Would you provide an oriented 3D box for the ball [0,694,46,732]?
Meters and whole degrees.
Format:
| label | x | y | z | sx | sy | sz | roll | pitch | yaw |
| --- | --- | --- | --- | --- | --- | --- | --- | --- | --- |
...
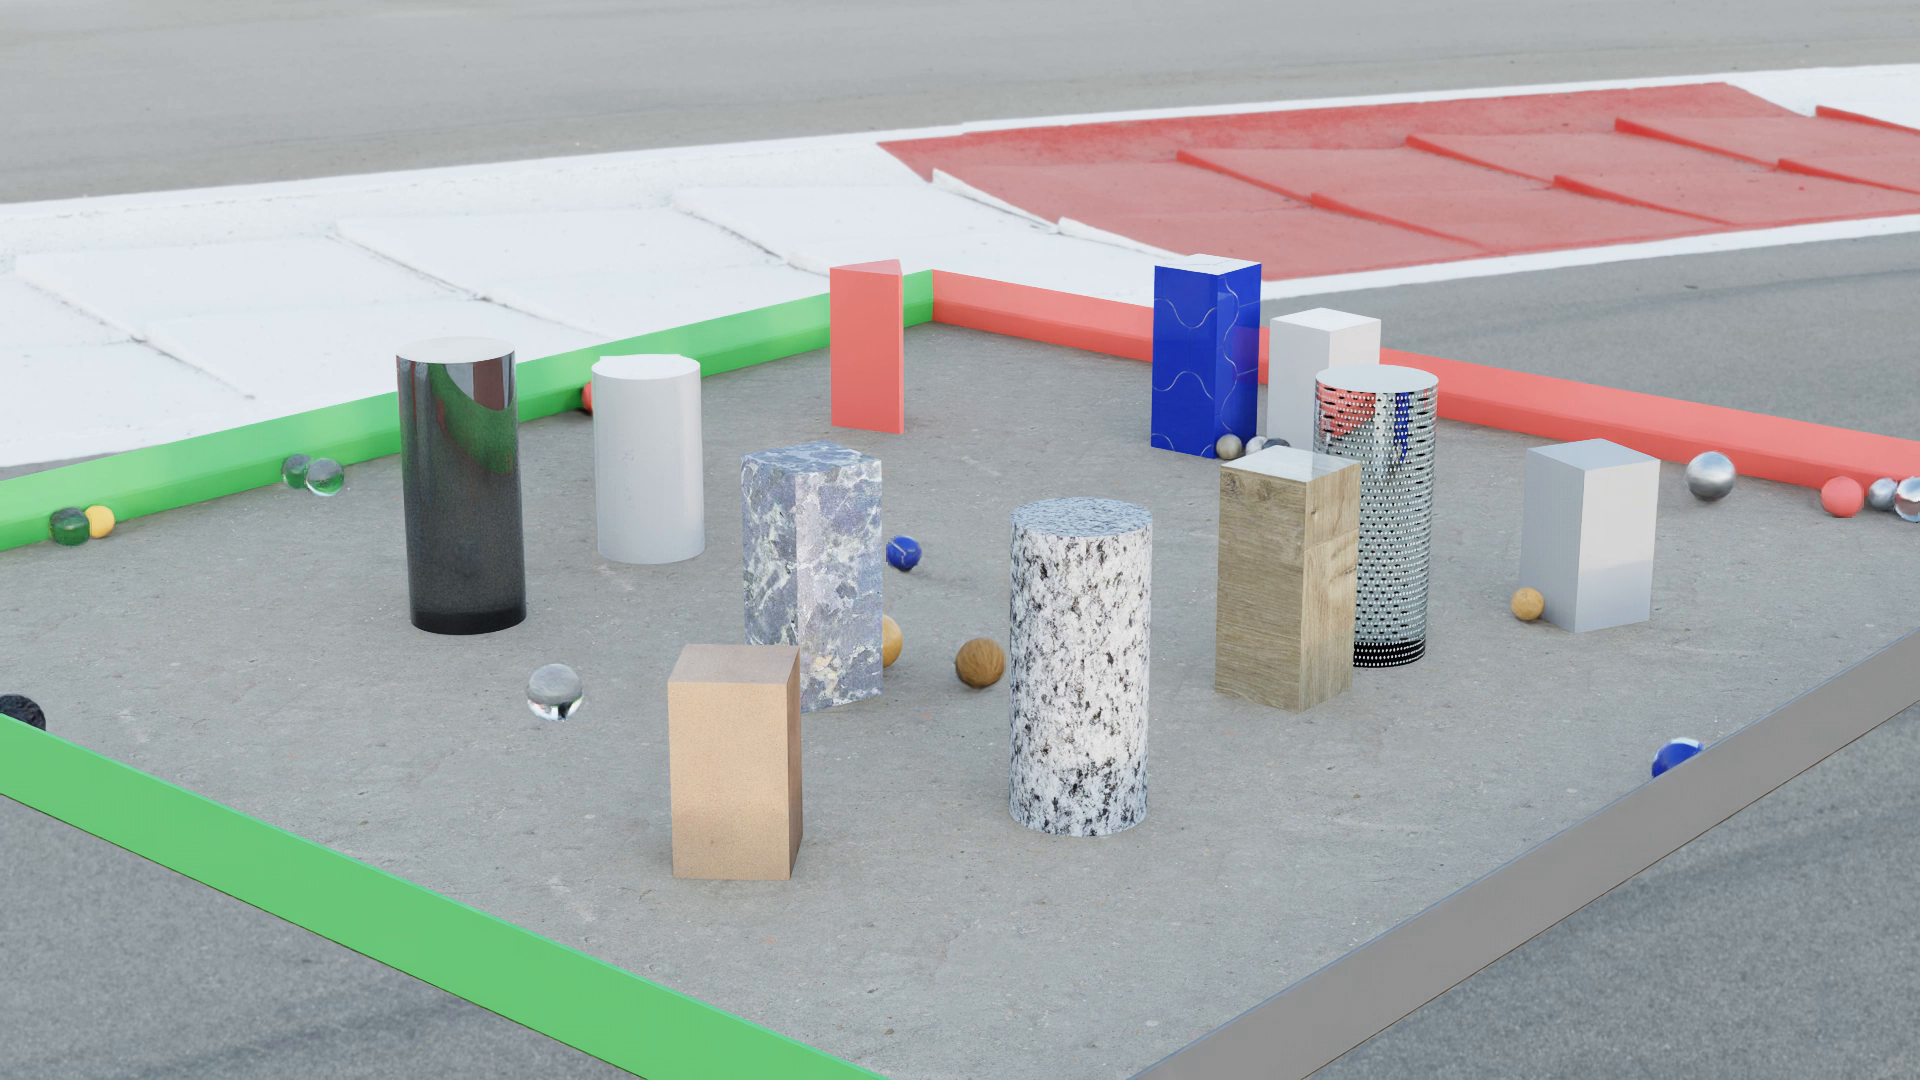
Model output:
| label | x | y | z | sx | sy | sz | roll | pitch | yaw |
| --- | --- | --- | --- | --- | --- | --- | --- | --- | --- |
| ball | -1.408 | 0.279 | 4.355 | 0.098 | 0.098 | 0.098 | 0 | 17 | 0 |

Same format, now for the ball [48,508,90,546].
| label | x | y | z | sx | sy | sz | roll | pitch | yaw |
| --- | --- | --- | --- | --- | --- | --- | --- | --- | --- |
| ball | -1.642 | -0.024 | 5.403 | 0.074 | 0.074 | 0.074 | 0 | 17 | 0 |

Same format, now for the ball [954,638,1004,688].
| label | x | y | z | sx | sy | sz | roll | pitch | yaw |
| --- | --- | --- | --- | --- | --- | --- | --- | --- | --- |
| ball | 0.031 | 0.196 | 4.663 | 0.080 | 0.080 | 0.080 | 0 | 17 | 0 |

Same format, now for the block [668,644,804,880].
| label | x | y | z | sx | sy | sz | roll | pitch | yaw |
| --- | --- | --- | --- | --- | --- | --- | --- | --- | --- |
| block | -0.302 | 0.299 | 3.974 | 0.157 | 0.279 | 0.157 | 1 | 17 | 3 |

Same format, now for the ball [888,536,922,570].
| label | x | y | z | sx | sy | sz | roll | pitch | yaw |
| --- | --- | --- | --- | --- | --- | --- | --- | --- | --- |
| ball | -0.100 | 0.023 | 5.267 | 0.062 | 0.062 | 0.062 | 0 | 17 | 0 |

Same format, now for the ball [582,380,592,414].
| label | x | y | z | sx | sy | sz | roll | pitch | yaw |
| --- | --- | --- | --- | --- | --- | --- | --- | --- | --- |
| ball | -0.779 | -0.309 | 6.336 | 0.080 | 0.080 | 0.080 | 0 | 17 | 0 |

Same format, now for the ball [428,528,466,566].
| label | x | y | z | sx | sy | sz | roll | pitch | yaw |
| --- | --- | --- | --- | --- | --- | --- | --- | --- | --- |
| ball | -0.928 | 0.011 | 5.295 | 0.069 | 0.069 | 0.069 | 0 | 17 | 0 |

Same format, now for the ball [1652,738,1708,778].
| label | x | y | z | sx | sy | sz | roll | pitch | yaw |
| --- | --- | --- | --- | --- | --- | --- | --- | --- | --- |
| ball | 1.038 | 0.329 | 4.204 | 0.089 | 0.089 | 0.089 | 0 | 17 | 0 |

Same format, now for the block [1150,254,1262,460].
| label | x | y | z | sx | sy | sz | roll | pitch | yaw |
| --- | --- | --- | --- | --- | --- | --- | --- | --- | --- |
| block | 0.507 | -0.381 | 6.050 | 0.157 | 0.383 | 0.157 | 13 | 21 | 37 |

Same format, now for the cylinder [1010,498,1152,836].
| label | x | y | z | sx | sy | sz | roll | pitch | yaw |
| --- | --- | --- | --- | --- | --- | --- | --- | --- | --- |
| cylinder | 0.168 | 0.176 | 4.113 | 0.196 | 0.435 | 0.196 | 0 | 17 | 0 |

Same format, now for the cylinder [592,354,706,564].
| label | x | y | z | sx | sy | sz | roll | pitch | yaw |
| --- | --- | --- | --- | --- | --- | --- | --- | --- | --- |
| cylinder | -0.568 | -0.149 | 5.349 | 0.196 | 0.344 | 0.196 | 0 | 17 | 0 |

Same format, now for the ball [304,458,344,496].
| label | x | y | z | sx | sy | sz | roll | pitch | yaw |
| --- | --- | --- | --- | --- | --- | --- | --- | --- | --- |
| ball | -1.241 | -0.123 | 5.728 | 0.076 | 0.076 | 0.076 | 0 | 17 | 0 |

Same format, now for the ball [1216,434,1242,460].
| label | x | y | z | sx | sy | sz | roll | pitch | yaw |
| --- | --- | --- | --- | --- | --- | --- | --- | --- | --- |
| ball | 0.550 | -0.190 | 5.988 | 0.054 | 0.054 | 0.054 | 0 | 17 | 0 |

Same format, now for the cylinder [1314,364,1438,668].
| label | x | y | z | sx | sy | sz | roll | pitch | yaw |
| --- | --- | --- | --- | --- | --- | --- | --- | --- | --- |
| cylinder | 0.672 | -0.041 | 4.789 | 0.196 | 0.460 | 0.196 | 0 | 17 | 0 |

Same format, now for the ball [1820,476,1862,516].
| label | x | y | z | sx | sy | sz | roll | pitch | yaw |
| --- | --- | --- | --- | --- | --- | --- | --- | --- | --- |
| ball | 1.681 | -0.083 | 5.591 | 0.078 | 0.078 | 0.078 | 0 | 17 | 0 |

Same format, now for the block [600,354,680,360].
| label | x | y | z | sx | sy | sz | roll | pitch | yaw |
| --- | --- | --- | --- | --- | --- | --- | --- | --- | --- |
| block | -0.622 | -0.222 | 5.752 | 0.157 | 0.251 | 0.157 | -2 | 17 | -7 |

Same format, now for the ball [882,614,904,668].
| label | x | y | z | sx | sy | sz | roll | pitch | yaw |
| --- | --- | --- | --- | --- | --- | --- | --- | --- | --- |
| ball | -0.139 | 0.164 | 4.744 | 0.094 | 0.094 | 0.094 | 0 | 17 | 0 |

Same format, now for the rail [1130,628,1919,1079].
| label | x | y | z | sx | sy | sz | roll | pitch | yaw |
| --- | --- | --- | --- | --- | --- | --- | --- | --- | --- |
| rail | 1.116 | 0.312 | 4.192 | 0.045 | 0.128 | 3.248 | 14 | 22 | 39 |

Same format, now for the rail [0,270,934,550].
| label | x | y | z | sx | sy | sz | roll | pitch | yaw |
| --- | --- | --- | --- | --- | --- | --- | --- | --- | --- |
| rail | -1.116 | -0.248 | 6.048 | 0.045 | 0.128 | 3.248 | 14 | 22 | 39 |

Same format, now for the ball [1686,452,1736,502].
| label | x | y | z | sx | sy | sz | roll | pitch | yaw |
| --- | --- | --- | --- | --- | --- | --- | --- | --- | --- |
| ball | 1.458 | -0.123 | 5.692 | 0.096 | 0.096 | 0.096 | 0 | 17 | 0 |

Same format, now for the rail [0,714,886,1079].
| label | x | y | z | sx | sy | sz | roll | pitch | yaw |
| --- | --- | --- | --- | --- | --- | --- | --- | --- | --- |
| rail | -1.049 | 0.381 | 3.963 | 3.004 | 0.128 | 0.045 | 14 | 22 | 39 |

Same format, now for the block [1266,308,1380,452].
| label | x | y | z | sx | sy | sz | roll | pitch | yaw |
| --- | --- | --- | --- | --- | --- | --- | --- | --- | --- |
| block | 0.737 | -0.304 | 5.949 | 0.157 | 0.294 | 0.157 | -15 | 22 | -41 |

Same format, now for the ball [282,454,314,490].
| label | x | y | z | sx | sy | sz | roll | pitch | yaw |
| --- | --- | --- | --- | --- | --- | --- | --- | --- | --- |
| ball | -1.298 | -0.135 | 5.776 | 0.072 | 0.072 | 0.072 | 0 | 17 | 0 |

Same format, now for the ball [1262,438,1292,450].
| label | x | y | z | sx | sy | sz | roll | pitch | yaw |
| --- | --- | --- | --- | --- | --- | --- | --- | --- | --- |
| ball | 0.640 | -0.175 | 5.920 | 0.064 | 0.064 | 0.064 | 0 | 17 | 0 |

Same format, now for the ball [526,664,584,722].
| label | x | y | z | sx | sy | sz | roll | pitch | yaw |
| --- | --- | --- | --- | --- | --- | --- | --- | --- | --- |
| ball | -0.625 | 0.235 | 4.519 | 0.088 | 0.088 | 0.088 | 0 | 17 | 0 |

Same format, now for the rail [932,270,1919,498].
| label | x | y | z | sx | sy | sz | roll | pitch | yaw |
| --- | --- | --- | --- | --- | --- | --- | --- | --- | --- |
| rail | 1.049 | -0.317 | 6.277 | 3.004 | 0.128 | 0.045 | 14 | 22 | 39 |

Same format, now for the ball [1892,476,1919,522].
| label | x | y | z | sx | sy | sz | roll | pitch | yaw |
| --- | --- | --- | --- | --- | --- | --- | --- | --- | --- |
| ball | 1.814 | -0.078 | 5.561 | 0.086 | 0.086 | 0.086 | 0 | 17 | 0 |

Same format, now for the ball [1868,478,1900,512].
| label | x | y | z | sx | sy | sz | roll | pitch | yaw |
| --- | --- | --- | --- | --- | --- | --- | --- | --- | --- |
| ball | 1.778 | -0.087 | 5.627 | 0.065 | 0.065 | 0.065 | 0 | 17 | 0 |

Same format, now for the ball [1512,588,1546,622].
| label | x | y | z | sx | sy | sz | roll | pitch | yaw |
| --- | --- | --- | --- | --- | --- | --- | --- | --- | --- |
| ball | 0.966 | 0.110 | 4.988 | 0.057 | 0.057 | 0.057 | 0 | 17 | 0 |

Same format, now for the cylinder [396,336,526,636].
| label | x | y | z | sx | sy | sz | roll | pitch | yaw |
| --- | --- | --- | --- | --- | --- | --- | --- | --- | --- |
| cylinder | -0.840 | -0.093 | 4.947 | 0.196 | 0.468 | 0.196 | 0 | 17 | 0 |

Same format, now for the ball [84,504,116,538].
| label | x | y | z | sx | sy | sz | roll | pitch | yaw |
| --- | --- | --- | --- | --- | --- | --- | --- | --- | --- |
| ball | -1.606 | -0.035 | 5.462 | 0.061 | 0.061 | 0.061 | 0 | 17 | 0 |

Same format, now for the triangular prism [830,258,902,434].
| label | x | y | z | sx | sy | sz | roll | pitch | yaw |
| --- | --- | --- | --- | --- | --- | --- | --- | --- | --- |
| triangular prism | -0.167 | -0.418 | 6.246 | 0.170 | 0.341 | 0.147 | 8 | 19 | 25 |

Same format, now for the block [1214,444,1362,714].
| label | x | y | z | sx | sy | sz | roll | pitch | yaw |
| --- | --- | --- | --- | --- | --- | --- | --- | --- | --- |
| block | 0.514 | 0.059 | 4.606 | 0.157 | 0.373 | 0.157 | 13 | 21 | 37 |

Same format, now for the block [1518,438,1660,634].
| label | x | y | z | sx | sy | sz | roll | pitch | yaw |
| --- | --- | --- | --- | --- | --- | --- | --- | --- | --- |
| block | 1.068 | -0.009 | 4.989 | 0.157 | 0.284 | 0.157 | -8 | 19 | -25 |

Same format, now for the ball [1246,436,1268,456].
| label | x | y | z | sx | sy | sz | roll | pitch | yaw |
| --- | --- | --- | --- | --- | --- | --- | --- | --- | --- |
| ball | 0.608 | -0.184 | 5.969 | 0.054 | 0.054 | 0.054 | 0 | 17 | 0 |

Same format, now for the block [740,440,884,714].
| label | x | y | z | sx | sy | sz | roll | pitch | yaw |
| --- | --- | --- | --- | --- | --- | --- | --- | --- | --- |
| block | -0.232 | 0.056 | 4.602 | 0.157 | 0.383 | 0.157 | -12 | 20 | -34 |
